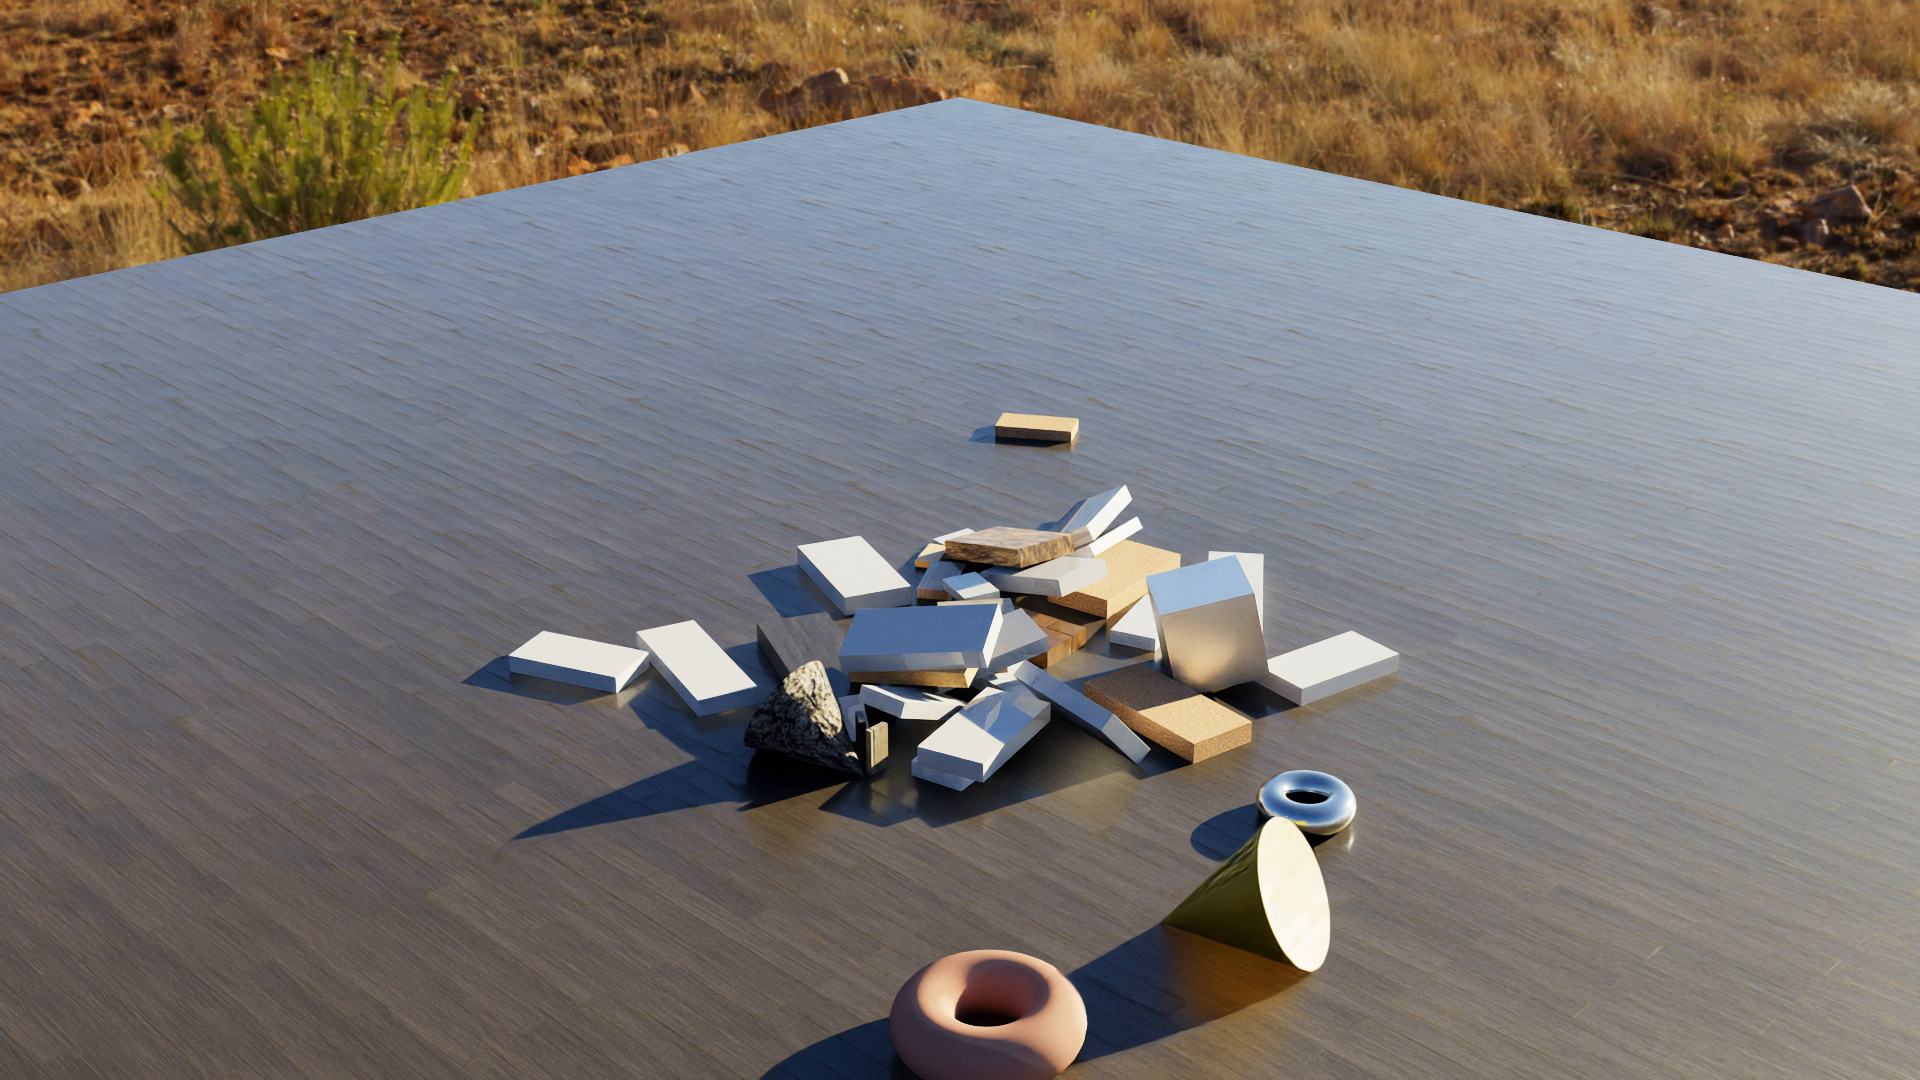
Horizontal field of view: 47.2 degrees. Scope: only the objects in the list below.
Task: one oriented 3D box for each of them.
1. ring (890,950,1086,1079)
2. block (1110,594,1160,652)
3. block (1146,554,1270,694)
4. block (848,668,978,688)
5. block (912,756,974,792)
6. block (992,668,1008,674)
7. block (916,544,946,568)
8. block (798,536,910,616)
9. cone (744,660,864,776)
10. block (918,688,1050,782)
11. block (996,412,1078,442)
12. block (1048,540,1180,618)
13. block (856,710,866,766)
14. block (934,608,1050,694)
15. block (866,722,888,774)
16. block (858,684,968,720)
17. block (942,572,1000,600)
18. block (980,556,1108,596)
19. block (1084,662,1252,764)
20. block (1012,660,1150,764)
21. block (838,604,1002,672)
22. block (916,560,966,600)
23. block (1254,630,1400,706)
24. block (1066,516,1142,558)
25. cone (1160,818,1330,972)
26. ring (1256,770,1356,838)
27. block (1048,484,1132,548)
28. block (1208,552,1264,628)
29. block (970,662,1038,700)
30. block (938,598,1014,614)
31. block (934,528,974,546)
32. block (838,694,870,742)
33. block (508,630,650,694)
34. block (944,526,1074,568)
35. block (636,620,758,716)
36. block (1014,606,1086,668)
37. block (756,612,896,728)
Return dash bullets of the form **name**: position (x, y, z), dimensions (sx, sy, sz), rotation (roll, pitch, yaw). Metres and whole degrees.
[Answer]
- **ring**: position (0.047, 0.811, 3.709), dimensions (0.334, 0.111, 0.334), rotation (-1, 24, 1)
- **block**: position (0.455, 0.196, 5.258), dimensions (0.114, 0.032, 0.228), rotation (11, 25, 24)
- **block**: position (0.559, 0.194, 4.977), dimensions (0.213, 0.213, 0.213), rotation (-14, 23, 1)
- **block**: position (-0.094, 0.260, 4.879), dimensions (0.284, 0.040, 0.142), rotation (1, 37, 23)
- **block**: position (0.019, 0.449, 4.658), dimensions (0.124, 0.035, 0.248), rotation (14, 27, 30)
- **block**: position (-0.025, 0.261, 5.010), dimensions (0.274, 0.039, 0.137), rotation (-6, 29, 7)
- **block**: position (-0.069, 0.042, 5.642), dimensions (0.058, 0.016, 0.115), rotation (7, 24, 16)
- **block**: position (-0.268, 0.086, 5.495), dimensions (0.172, 0.049, 0.344), rotation (-10, 25, -21)
- **cone**: position (-0.287, 0.421, 4.632), dimensions (0.237, 0.237, 0.237), rotation (40, 38, 17)
- **block**: position (0.054, 0.409, 4.651), dimensions (0.155, 0.044, 0.310), rotation (12, 26, 26)
- **block**: position (0.228, -0.334, 6.506), dimensions (0.228, 0.032, 0.114), rotation (5, 24, 12)
- **block**: position (0.386, 0.093, 5.479), dimensions (0.172, 0.049, 0.344), rotation (16, 28, 33)
- **block**: position (-0.209, 0.418, 4.645), dimensions (0.014, 0.102, 0.051), rotation (-5, 23, -11)
- **block**: position (0.047, 0.248, 4.931), dimensions (0.274, 0.039, 0.137), rotation (-21, 34, -16)
- **block**: position (-0.174, 0.436, 4.603), dimensions (0.014, 0.102, 0.051), rotation (19, 30, 38)
- **block**: position (-0.093, 0.354, 4.761), dimensions (0.124, 0.035, 0.248), rotation (19, 6, 37)
- **block**: position (0.026, 0.121, 5.342), dimensions (0.088, 0.025, 0.176), rotation (-12, 18, -16)
- **block**: position (0.203, 0.085, 5.391), dimensions (0.152, 0.043, 0.304), rotation (-22, 16, -35)
- **block**: position (0.452, 0.375, 4.816), dimensions (0.167, 0.047, 0.362), rotation (-16, 28, -33)
- **block**: position (0.259, 0.367, 4.710), dimensions (0.044, 0.155, 0.310), rotation (-52, 40, -7)
- **block**: position (-0.086, 0.216, 4.860), dimensions (0.334, 0.047, 0.167), rotation (-3, 36, 18)
- **block**: position (-0.045, 0.100, 5.492), dimensions (0.088, 0.025, 0.176), rotation (5, 23, 11)
- **block**: position (0.838, 0.291, 5.020), dimensions (0.304, 0.043, 0.152), rotation (-16, 28, -32)
- **block**: position (0.359, 0.009, 5.625), dimensions (0.114, 0.032, 0.228), rotation (-25, 2, 42)
- **cone**: position (0.486, 0.673, 4.015), dimensions (0.279, 0.279, 0.279), rotation (-19, 13, 30)
- **ring**: position (0.697, 0.530, 4.427), dimensions (0.203, 0.068, 0.203), rotation (-1, 24, 0)
- **block**: position (0.327, -0.050, 5.738), dimensions (0.152, 0.043, 0.304), rotation (-20, 12, 30)
- **block**: position (0.671, 0.140, 5.381), dimensions (0.137, 0.039, 0.465), rotation (3, 23, 7)
- **block**: position (0.121, 0.322, 4.958), dimensions (0.124, 0.035, 0.248), rotation (-17, 28, -34)
- **block**: position (0.039, 0.172, 5.212), dimensions (0.176, 0.025, 0.088), rotation (-3, 23, -7)
- **block**: position (-0.007, 0.000, 5.741), dimensions (0.115, 0.016, 0.058), rotation (-17, 28, -35)
- **block**: position (-0.228, 0.386, 4.748), dimensions (0.051, 0.014, 0.102), rotation (-8, 68, -19)
- **block**: position (-0.875, 0.279, 5.051), dimensions (0.284, 0.040, 0.142), rotation (10, 25, 21)
- **block**: position (0.122, 0.016, 5.549), dimensions (0.167, 0.047, 0.334), rotation (-15, 12, -31)
- **block**: position (-0.604, 0.290, 5.027), dimensions (0.142, 0.040, 0.395), rotation (-11, 26, -25)
- **block**: position (0.126, 0.214, 5.201), dimensions (0.310, 0.044, 0.155), rotation (17, 28, 34)
- **block**: position (-0.310, 0.298, 4.995), dimensions (0.172, 0.049, 0.511), rotation (-8, 24, -19)
